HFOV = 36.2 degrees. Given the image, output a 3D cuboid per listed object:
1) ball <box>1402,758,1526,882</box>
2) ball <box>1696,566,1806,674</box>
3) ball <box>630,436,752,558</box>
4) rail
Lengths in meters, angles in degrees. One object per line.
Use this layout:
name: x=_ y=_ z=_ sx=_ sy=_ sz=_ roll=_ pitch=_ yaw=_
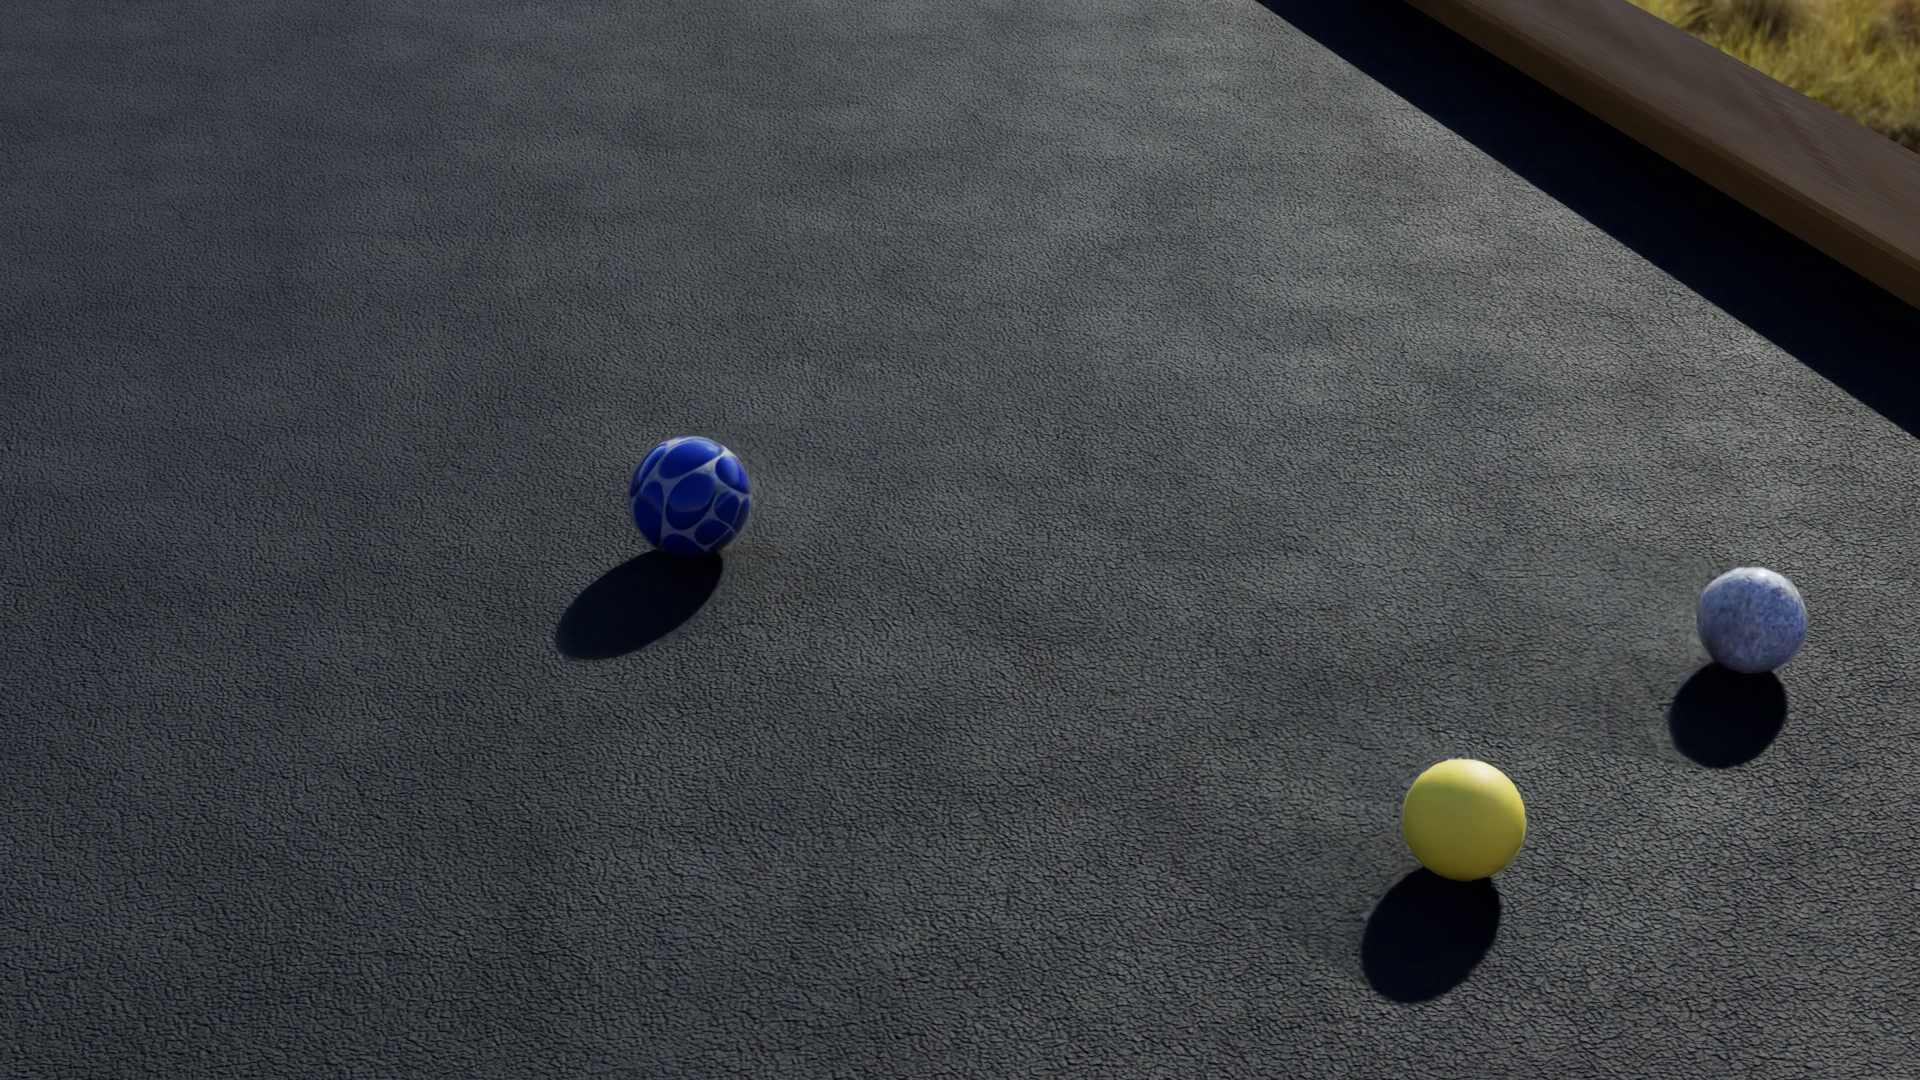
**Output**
ball: x=0.278 y=0.154 z=1.622 sx=0.068 sy=0.068 sz=0.068 roll=0 pitch=27 yaw=0
ball: x=0.492 y=0.050 z=1.829 sx=0.067 sy=0.067 sz=0.067 roll=0 pitch=27 yaw=0
ball: x=-0.180 y=-0.029 z=1.967 sx=0.082 sy=0.082 sz=0.082 roll=0 pitch=27 yaw=0
rail: x=0.541 y=-0.511 z=2.875 sx=0.045 sy=0.119 sz=3.369 roll=-9 pitch=28 yaw=-17
